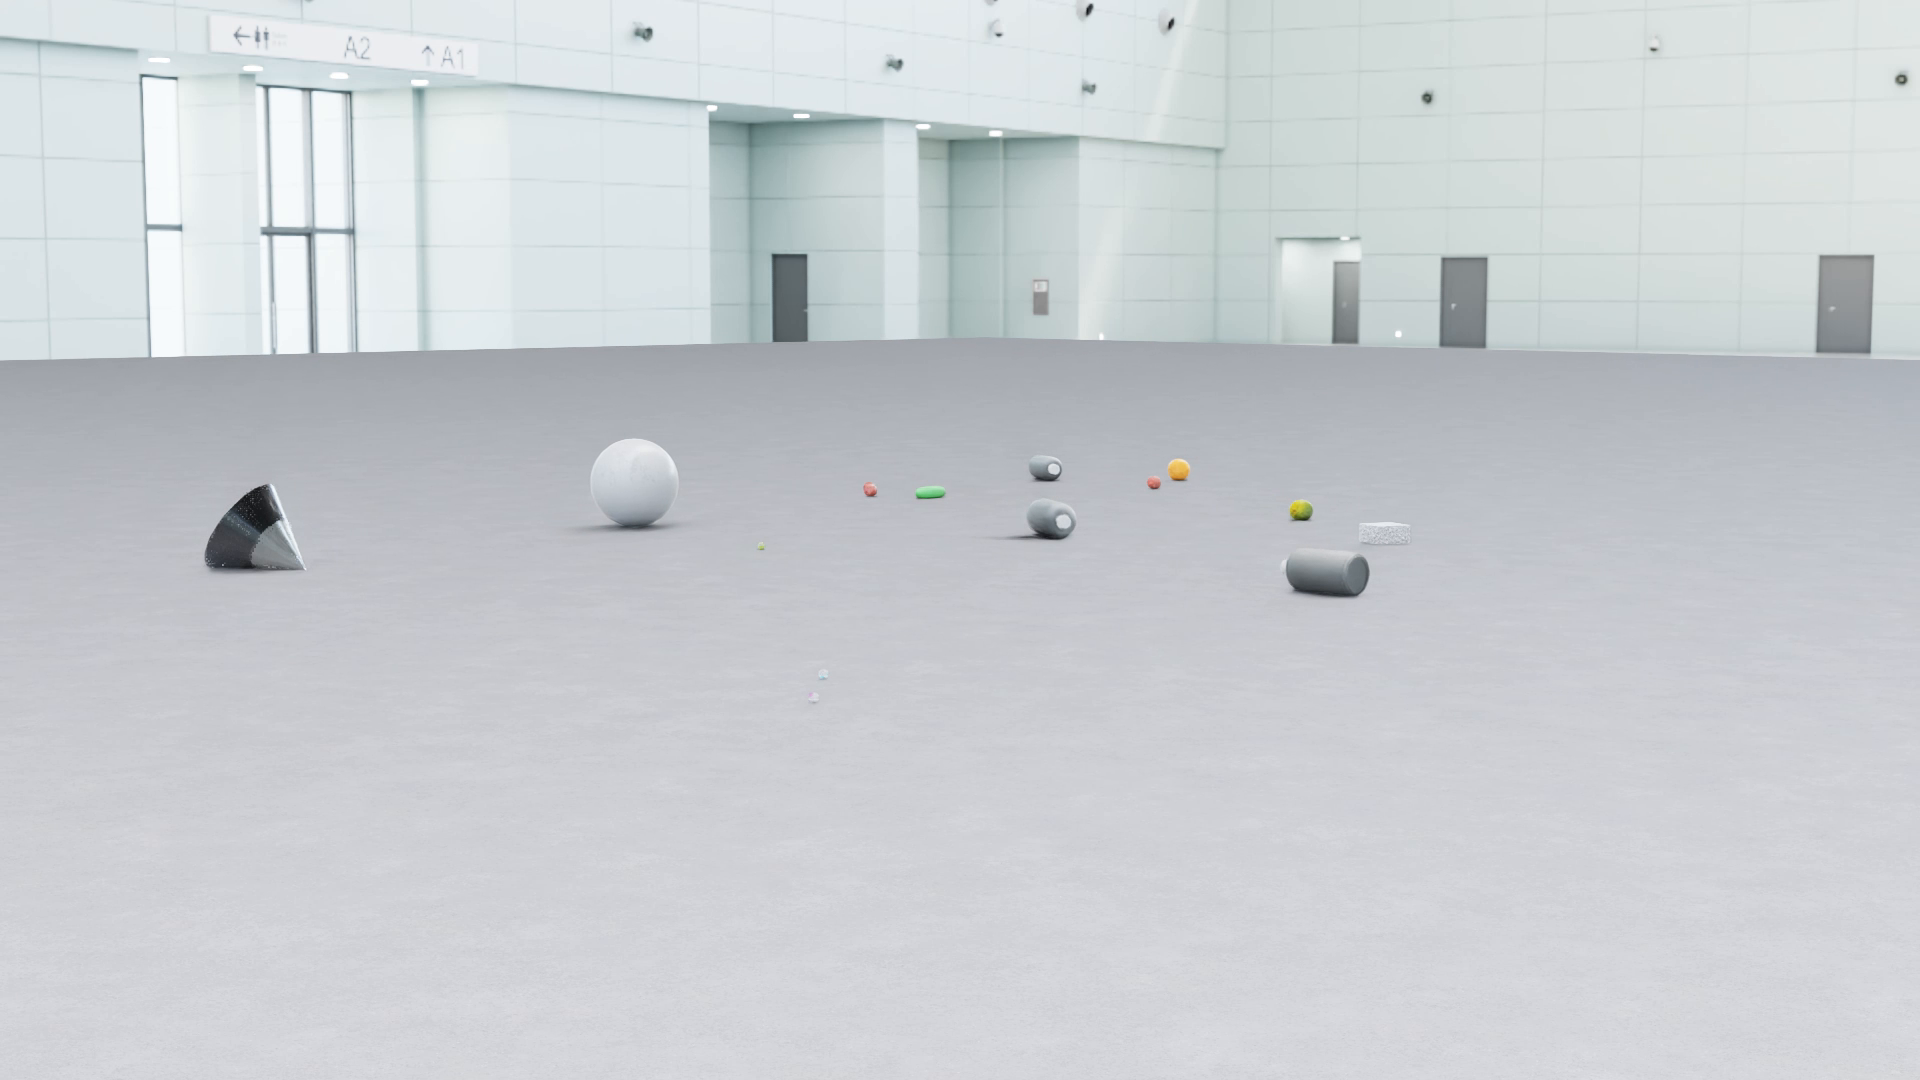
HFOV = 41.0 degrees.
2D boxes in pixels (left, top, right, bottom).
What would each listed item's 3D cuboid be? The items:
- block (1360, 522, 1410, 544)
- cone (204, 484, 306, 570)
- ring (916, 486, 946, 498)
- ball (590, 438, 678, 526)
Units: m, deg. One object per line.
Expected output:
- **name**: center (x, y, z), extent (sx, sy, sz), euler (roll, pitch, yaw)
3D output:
- **block**: center (1.052, -0.017, 6.357), extent (0.093, 0.045, 0.086), euler (-3, 6, -24)
- **cone**: center (-1.546, 0.018, 5.779), extent (0.189, 0.197, 0.237), euler (32, 58, 13)
- **ring**: center (-0.088, -0.142, 7.641), extent (0.066, 0.031, 0.126), euler (6, 9, 34)
- **ball**: center (-0.856, -0.151, 6.740), extent (0.232, 0.232, 0.232), euler (0, 6, 0)
